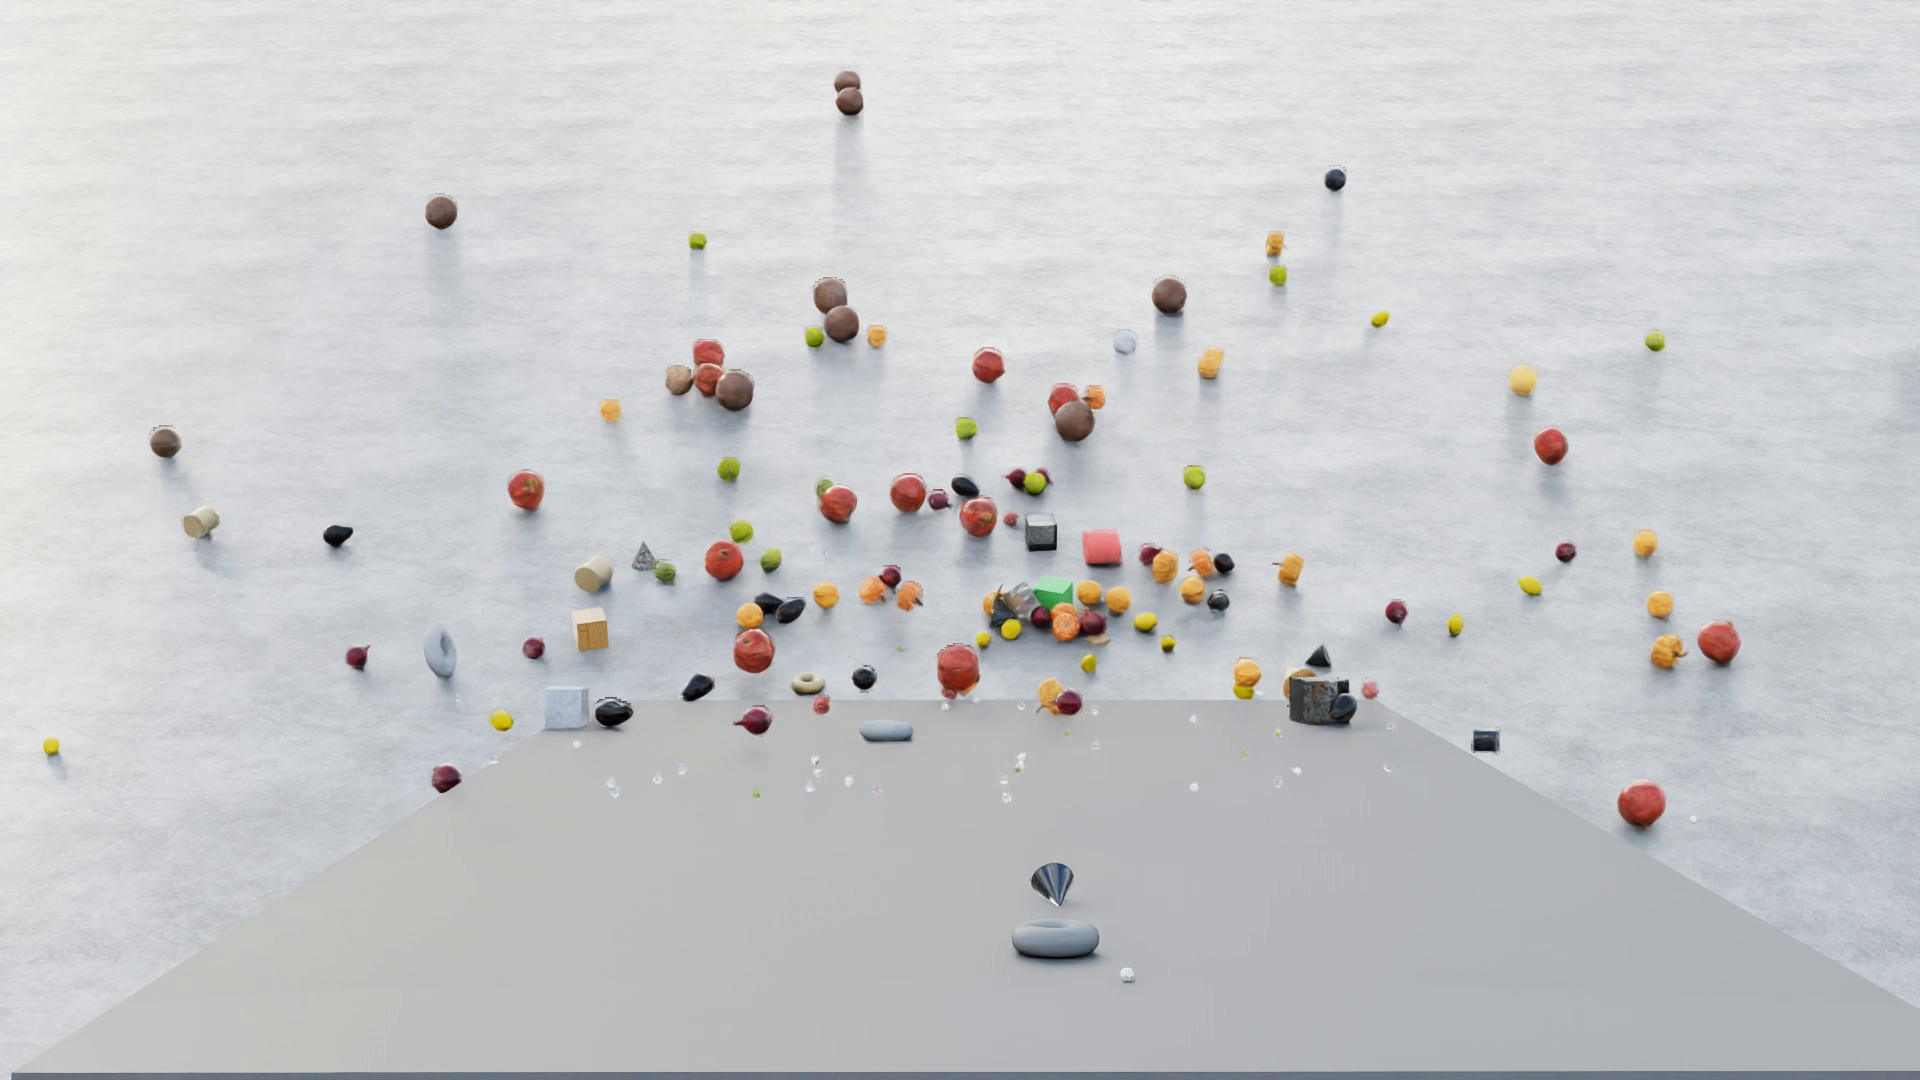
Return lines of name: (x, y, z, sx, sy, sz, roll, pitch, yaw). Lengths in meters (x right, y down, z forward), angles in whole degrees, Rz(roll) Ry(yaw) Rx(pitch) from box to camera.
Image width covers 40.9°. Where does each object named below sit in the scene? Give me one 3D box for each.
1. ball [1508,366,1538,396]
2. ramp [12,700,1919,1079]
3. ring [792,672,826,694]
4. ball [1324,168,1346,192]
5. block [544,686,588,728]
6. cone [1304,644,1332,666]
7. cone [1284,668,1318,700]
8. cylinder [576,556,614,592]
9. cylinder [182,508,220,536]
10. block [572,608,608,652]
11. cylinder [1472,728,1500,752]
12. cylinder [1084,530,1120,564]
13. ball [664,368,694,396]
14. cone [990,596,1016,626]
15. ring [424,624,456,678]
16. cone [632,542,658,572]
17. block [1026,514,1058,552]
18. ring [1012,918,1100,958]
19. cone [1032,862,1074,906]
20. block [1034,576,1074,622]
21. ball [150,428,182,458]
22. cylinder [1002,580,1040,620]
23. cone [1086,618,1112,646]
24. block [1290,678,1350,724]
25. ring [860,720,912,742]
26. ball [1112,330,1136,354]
ball: (1.896, -0.537, 8.676, 0.098, 0.098, 0.098, 0, 25, 0)
ramp: (0.057, 0.517, 4.557, 2.000, 0.100, 4.000, 0, 2, 0)
ring: (-0.400, 0.377, 6.799, 0.090, 0.030, 0.090, 0, 24, 0)
ball: (1.564, -1.504, 10.749, 0.096, 0.096, 0.096, 0, 25, 0)
block: (-0.905, 0.383, 5.930, 0.086, 0.086, 0.086, 0, 2, 2)
cone: (0.953, 0.321, 6.920, 0.066, 0.066, 0.066, -23, 21, 15)
cone: (0.875, 0.357, 6.754, 0.098, 0.098, 0.098, -7, 28, -15)
cylinder: (-1.042, 0.098, 7.339, 0.080, 0.080, 0.080, 10, 27, 20)
cylinder: (-2.254, -0.053, 7.656, 0.074, 0.074, 0.074, 13, 15, 26)
block: (-1.008, 0.243, 7.026, 0.082, 0.082, 0.082, -8, 26, -16)
cylinder: (1.221, 0.465, 5.980, 0.053, 0.053, 0.053, -3, 22, 23)
cylinder: (0.412, 0.022, 7.485, 0.093, 0.093, 0.093, -3, 25, -8)
ball: (-0.946, -0.535, 8.675, 0.094, 0.094, 0.094, 0, 25, 0)
cone: (0.109, 0.188, 7.104, 0.082, 0.082, 0.082, -16, -9, -3)
ring: (-1.382, 0.295, 6.849, 0.048, 0.144, 0.144, -14, 23, 10)
cone: (-0.915, 0.038, 7.468, 0.079, 0.079, 0.079, 0, 25, 0)
block: (0.239, -0.022, 7.592, 0.082, 0.082, 0.082, -3, 25, -6)
ring: (0.118, 0.491, 3.177, 0.109, 0.036, 0.109, 0, 0, 0)
cone: (0.132, 0.484, 3.530, 0.060, 0.060, 0.060, -3, 29, -6)
block: (0.260, 0.164, 7.189, 0.087, 0.087, 0.087, 10, 27, 20)
ball: (-2.523, -0.309, 8.189, 0.097, 0.097, 0.097, 0, 25, 0)
cylinder: (0.170, 0.167, 7.134, 0.080, 0.080, 0.080, -34, -1, -1)
cone: (0.380, 0.240, 7.045, 0.070, 0.070, 0.070, 0, 25, 0)
block: (0.835, 0.373, 5.990, 0.099, 0.099, 0.099, -1, 2, -21)
ring: (-0.160, 0.416, 5.622, 0.116, 0.039, 0.116, 1, 1, 0)
ball: (0.577, -0.691, 9.024, 0.082, 0.082, 0.082, 0, 25, 0)
